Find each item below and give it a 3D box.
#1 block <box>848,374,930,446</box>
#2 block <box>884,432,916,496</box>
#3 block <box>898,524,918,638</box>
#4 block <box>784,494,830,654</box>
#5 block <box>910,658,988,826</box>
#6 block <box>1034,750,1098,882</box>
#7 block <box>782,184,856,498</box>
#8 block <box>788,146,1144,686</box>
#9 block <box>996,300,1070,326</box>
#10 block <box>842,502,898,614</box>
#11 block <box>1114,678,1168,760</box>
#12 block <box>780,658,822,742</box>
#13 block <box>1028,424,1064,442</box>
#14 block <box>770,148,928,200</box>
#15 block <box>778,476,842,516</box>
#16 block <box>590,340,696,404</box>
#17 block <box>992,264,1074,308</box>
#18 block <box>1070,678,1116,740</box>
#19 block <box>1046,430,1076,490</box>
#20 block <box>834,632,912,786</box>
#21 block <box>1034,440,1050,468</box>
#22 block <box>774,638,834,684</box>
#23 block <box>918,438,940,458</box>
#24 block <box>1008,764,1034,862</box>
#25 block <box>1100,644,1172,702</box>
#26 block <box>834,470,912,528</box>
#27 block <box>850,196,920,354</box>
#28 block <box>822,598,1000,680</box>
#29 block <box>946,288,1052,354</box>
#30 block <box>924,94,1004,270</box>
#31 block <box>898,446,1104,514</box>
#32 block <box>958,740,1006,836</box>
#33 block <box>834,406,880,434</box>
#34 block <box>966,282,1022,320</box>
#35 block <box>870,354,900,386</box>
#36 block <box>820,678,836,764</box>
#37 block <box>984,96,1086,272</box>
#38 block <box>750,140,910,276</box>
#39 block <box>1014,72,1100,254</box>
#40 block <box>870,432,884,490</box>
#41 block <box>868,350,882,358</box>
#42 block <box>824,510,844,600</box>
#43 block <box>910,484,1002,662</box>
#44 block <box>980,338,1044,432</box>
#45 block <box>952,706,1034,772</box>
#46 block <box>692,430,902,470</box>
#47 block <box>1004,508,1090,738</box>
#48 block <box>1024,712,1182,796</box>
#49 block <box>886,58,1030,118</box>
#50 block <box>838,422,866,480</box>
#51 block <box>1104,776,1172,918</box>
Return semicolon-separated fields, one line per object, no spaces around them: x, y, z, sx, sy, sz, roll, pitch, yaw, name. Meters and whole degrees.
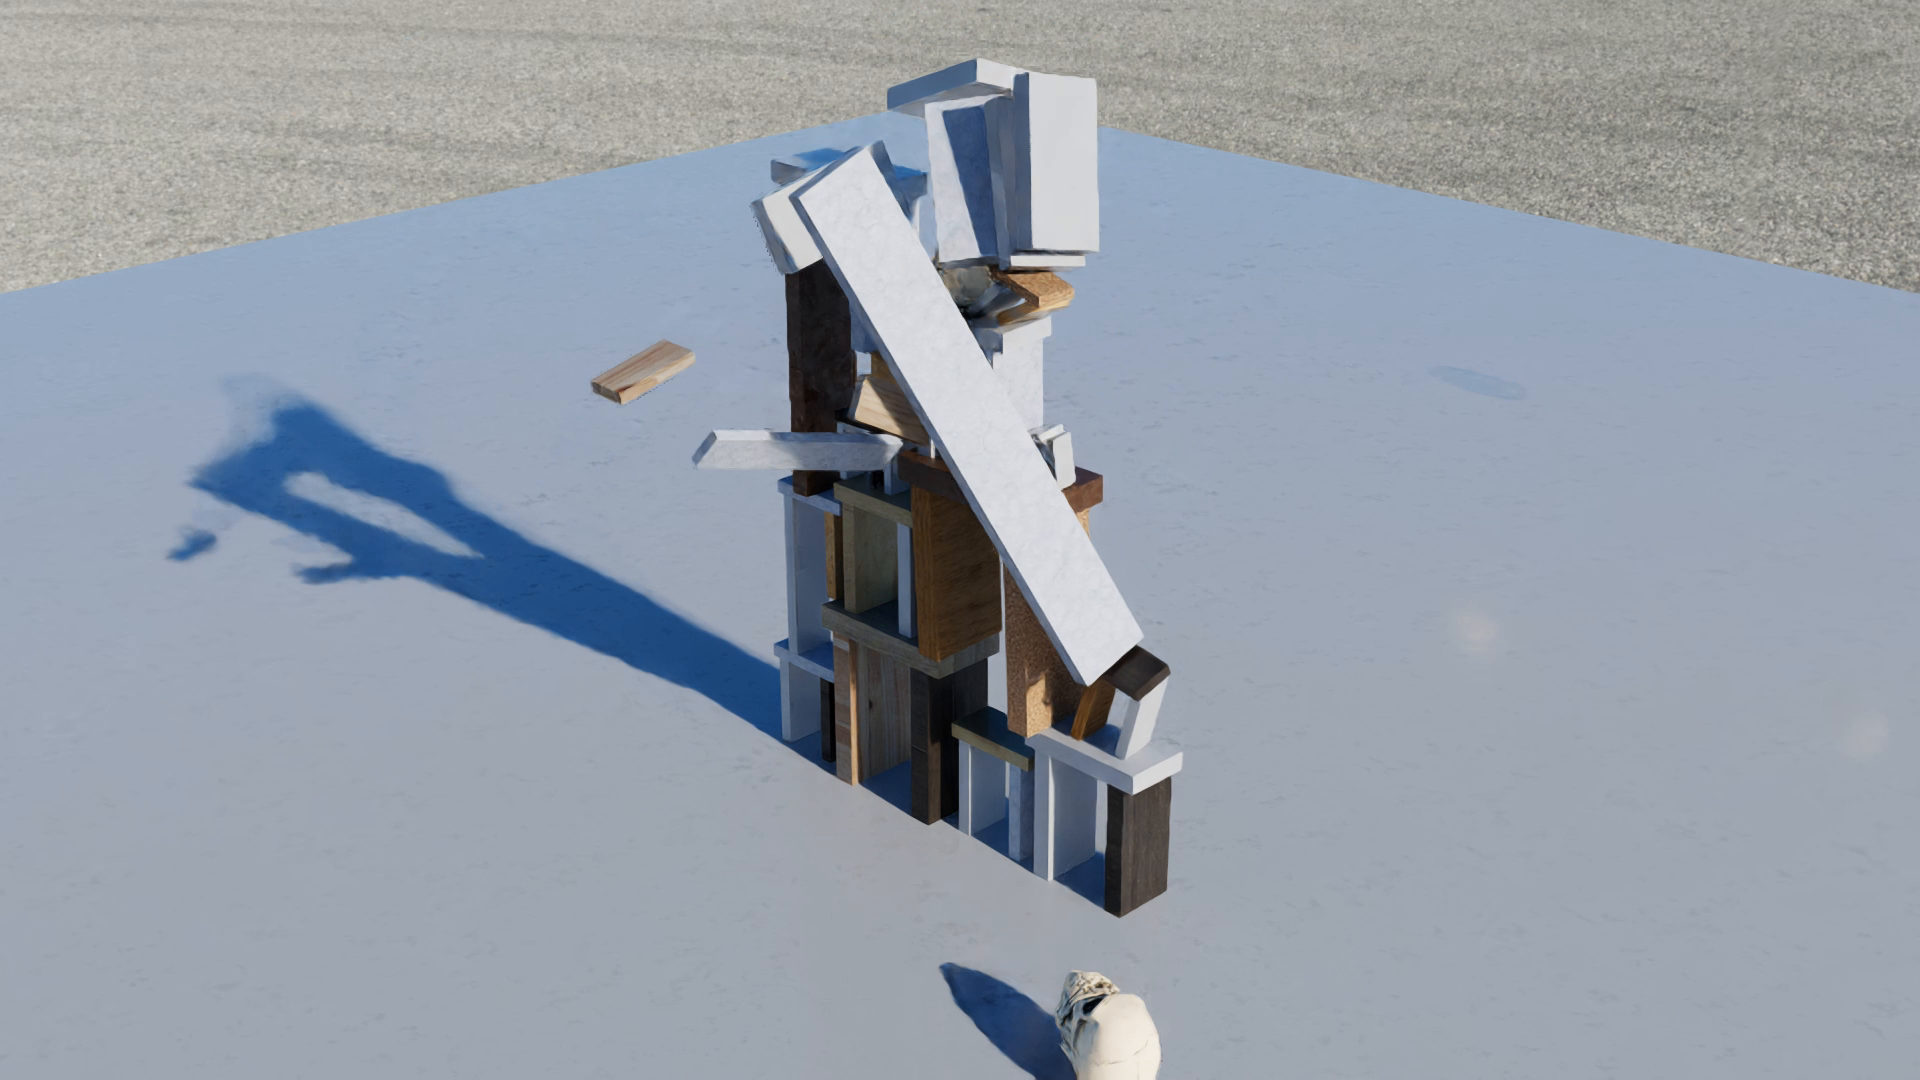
-0.113;-0.221;3.745;0.159;0.080;0.023;19;-8;-35;block
-0.116;-0.162;4.282;0.069;0.139;0.020;-21;30;-40;block
-0.067;0.064;4.316;0.034;0.237;0.118;21;31;41;block
-0.318;0.061;4.596;0.095;0.355;0.027;-21;31;-41;block
-0.021;0.386;4.416;0.170;0.339;0.048;-21;31;-41;block
0.203;0.505;4.221;0.039;0.273;0.136;21;31;41;block
-0.274;-0.403;4.355;0.041;0.633;0.144;21;31;41;block
0.029;-0.187;3.735;0.144;1.037;0.041;-40;27;-18;block
0.126;-0.400;3.820;0.072;0.021;0.145;-13;1;-22;block
-0.179;0.020;4.419;0.034;0.237;0.118;21;31;41;block
0.331;0.317;4.000;0.023;0.165;0.082;31;38;26;block
-0.340;0.330;4.735;0.097;0.193;0.027;-21;31;-41;block
0.146;-0.191;3.938;0.049;0.014;0.098;-26;10;-16;block
-0.211;-0.687;4.161;0.144;0.041;0.287;-21;31;-40;block
-0.274;-0.098;4.482;0.189;0.027;0.094;21;31;41;block
-0.530;-0.282;3.685;0.080;0.023;0.159;24;46;40;block
0.124;-0.440;3.749;0.072;0.021;0.145;-18;37;-27;block
0.256;0.287;4.074;0.023;0.165;0.082;32;36;27;block
0.181;-0.141;3.922;0.014;0.098;0.049;14;32;41;block
-0.180;0.324;4.563;0.048;0.339;0.170;21;31;41;block
0.150;-0.150;3.978;0.049;0.014;0.098;4;64;13;block
-0.294;0.246;4.650;0.193;0.027;0.097;21;31;41;block
-0.026;-0.291;4.080;0.126;0.253;0.036;-24;33;-39;block
0.142;0.513;4.287;0.029;0.206;0.103;21;31;41;block
0.295;0.223;3.961;0.082;0.023;0.165;-39;40;-17;block
-0.123;-0.082;4.314;0.237;0.034;0.118;21;31;40;block
-0.142;-0.510;4.166;0.144;0.287;0.041;-20;30;-39;block
-0.101;0.177;4.413;0.170;0.048;0.339;-21;31;-40;block
0.029;-0.397;3.962;0.253;0.036;0.126;21;34;40;block
0.023;-0.619;3.797;0.140;0.296;0.040;-7;-15;5;block
0.072;-0.115;4.055;0.178;0.050;0.356;-24;33;-39;block
0.045;0.475;4.377;0.029;0.206;0.103;21;31;41;block
-0.183;-0.238;4.311;0.119;0.017;0.059;21;30;40;block
0.072;-0.426;3.858;0.072;0.021;0.145;-14;-8;-23;block
-0.142;-0.306;4.246;0.058;0.117;0.017;-21;26;-40;block
-0.248;0.366;4.651;0.027;0.194;0.097;21;31;41;block
0.127;-0.603;3.735;0.144;0.288;0.041;-3;-4;-28;block
-0.229;-0.594;3.928;0.280;0.140;0.040;-32;21;-30;block
0.162;-0.628;3.677;0.144;0.288;0.041;-3;3;-37;block
-0.152;-0.164;4.312;0.017;0.119;0.059;20;30;37;block
-0.116;-0.359;4.198;0.058;0.017;0.117;-21;30;-40;block
-0.229;0.019;4.483;0.095;0.189;0.027;-21;31;-40;block
-0.005;0.037;4.217;0.178;0.356;0.050;-24;32;-39;block
0.093;-0.244;3.970;0.126;0.253;0.036;-24;33;-39;block
0.093;0.386;4.286;0.206;0.029;0.103;21;31;41;block
-0.290;-0.162;3.990;0.426;0.080;0.023;-1;54;-42;block
0.164;0.138;4.078;0.178;0.432;0.050;-24;32;-39;block
0.265;0.387;4.100;0.136;0.039;0.273;-21;31;-40;block
0.006;-0.795;3.906;0.140;0.040;0.280;5;-4;-35;block
-0.214;-0.184;4.360;0.017;0.119;0.059;16;28;38;block
0.332;0.555;4.103;0.039;0.273;0.136;21;31;41;block
